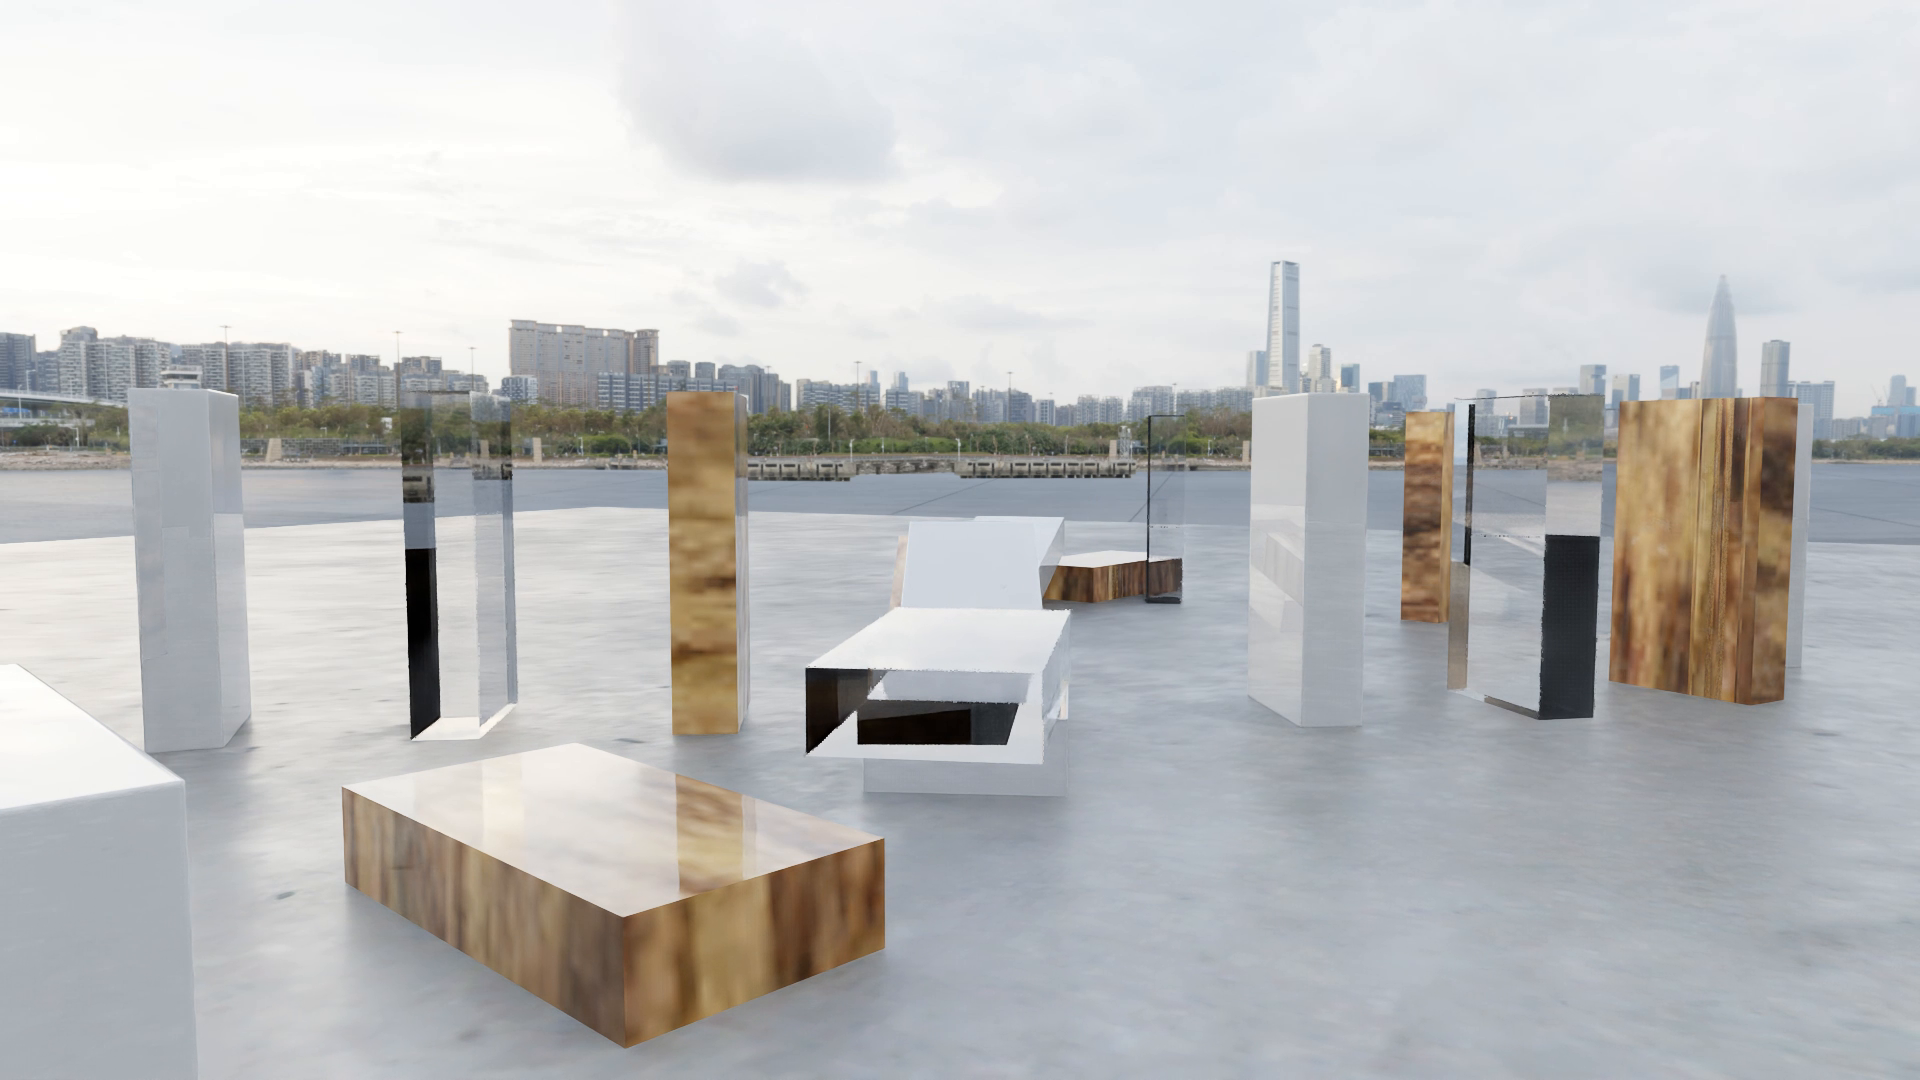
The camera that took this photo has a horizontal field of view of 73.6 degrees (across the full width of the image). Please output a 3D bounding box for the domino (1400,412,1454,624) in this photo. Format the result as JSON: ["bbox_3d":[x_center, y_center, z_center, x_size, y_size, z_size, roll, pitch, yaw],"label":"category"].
[{"bbox_3d":[0.119,-0.006,0.315,0.025,0.050,0.009,-4,6,-43],"label":"domino"}]

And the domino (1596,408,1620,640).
[{"bbox_3d":[0.141,-0.004,0.285,0.025,0.050,0.009,-2,5,-28],"label":"domino"}]

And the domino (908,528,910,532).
[{"bbox_3d":[-0.001,0.008,0.305,0.025,0.009,0.050,0,20,1],"label":"domino"}]

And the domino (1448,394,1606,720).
[{"bbox_3d":[0.091,0.002,0.209,0.009,0.050,0.025,-1,4,-11],"label":"domino"}]

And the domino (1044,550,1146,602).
[{"bbox_3d":[0.041,0.010,0.371,0.025,0.010,0.050,3,5,38],"label":"domino"}]

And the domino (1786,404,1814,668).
[{"bbox_3d":[0.149,-0.001,0.249,0.025,0.050,0.009,1,4,11],"label":"domino"}]

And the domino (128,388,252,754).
[{"bbox_3d":[-0.112,0.003,0.188,0.009,0.050,0.025,-2,5,-21],"label":"domino"}]

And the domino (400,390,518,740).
[{"bbox_3d":[-0.076,0.003,0.195,0.009,0.050,0.025,-1,4,-7],"label":"domino"}]

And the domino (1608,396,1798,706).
[{"bbox_3d":[0.127,0.001,0.220,0.009,0.050,0.025,-2,5,-29],"label":"domino"}]

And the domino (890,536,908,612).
[{"bbox_3d":[-0.001,0.012,0.267,0.025,0.009,0.050,0,19,0],"label":"domino"}]

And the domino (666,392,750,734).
[{"bbox_3d":[-0.038,0.003,0.199,0.010,0.050,0.025,0,4,-5],"label":"domino"}]

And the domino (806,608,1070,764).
[{"bbox_3d":[0.000,0.016,0.159,0.025,0.009,0.050,1,4,8],"label":"domino"}]

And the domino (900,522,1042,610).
[{"bbox_3d":[0.002,0.011,0.239,0.025,0.009,0.050,0,25,0],"label":"domino"}]

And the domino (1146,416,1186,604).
[{"bbox_3d":[0.057,-0.009,0.353,0.009,0.050,0.025,1,4,11],"label":"domino"}]

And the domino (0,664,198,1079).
[{"bbox_3d":[-0.061,0.024,0.082,0.009,0.025,0.050,-4,6,-44],"label":"domino"}]

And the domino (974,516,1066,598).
[{"bbox_3d":[0.012,0.006,0.340,0.025,0.010,0.050,1,19,14],"label":"domino"}]

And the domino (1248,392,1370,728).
[{"bbox_3d":[0.055,0.002,0.203,0.010,0.050,0.025,0,4,-6],"label":"domino"}]

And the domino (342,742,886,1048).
[{"bbox_3d":[-0.033,0.029,0.116,0.050,0.010,0.025,4,6,43],"label":"domino"}]

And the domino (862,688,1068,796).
[{"bbox_3d":[0.003,0.024,0.181,0.025,0.009,0.050,0,4,5],"label":"domino"}]
